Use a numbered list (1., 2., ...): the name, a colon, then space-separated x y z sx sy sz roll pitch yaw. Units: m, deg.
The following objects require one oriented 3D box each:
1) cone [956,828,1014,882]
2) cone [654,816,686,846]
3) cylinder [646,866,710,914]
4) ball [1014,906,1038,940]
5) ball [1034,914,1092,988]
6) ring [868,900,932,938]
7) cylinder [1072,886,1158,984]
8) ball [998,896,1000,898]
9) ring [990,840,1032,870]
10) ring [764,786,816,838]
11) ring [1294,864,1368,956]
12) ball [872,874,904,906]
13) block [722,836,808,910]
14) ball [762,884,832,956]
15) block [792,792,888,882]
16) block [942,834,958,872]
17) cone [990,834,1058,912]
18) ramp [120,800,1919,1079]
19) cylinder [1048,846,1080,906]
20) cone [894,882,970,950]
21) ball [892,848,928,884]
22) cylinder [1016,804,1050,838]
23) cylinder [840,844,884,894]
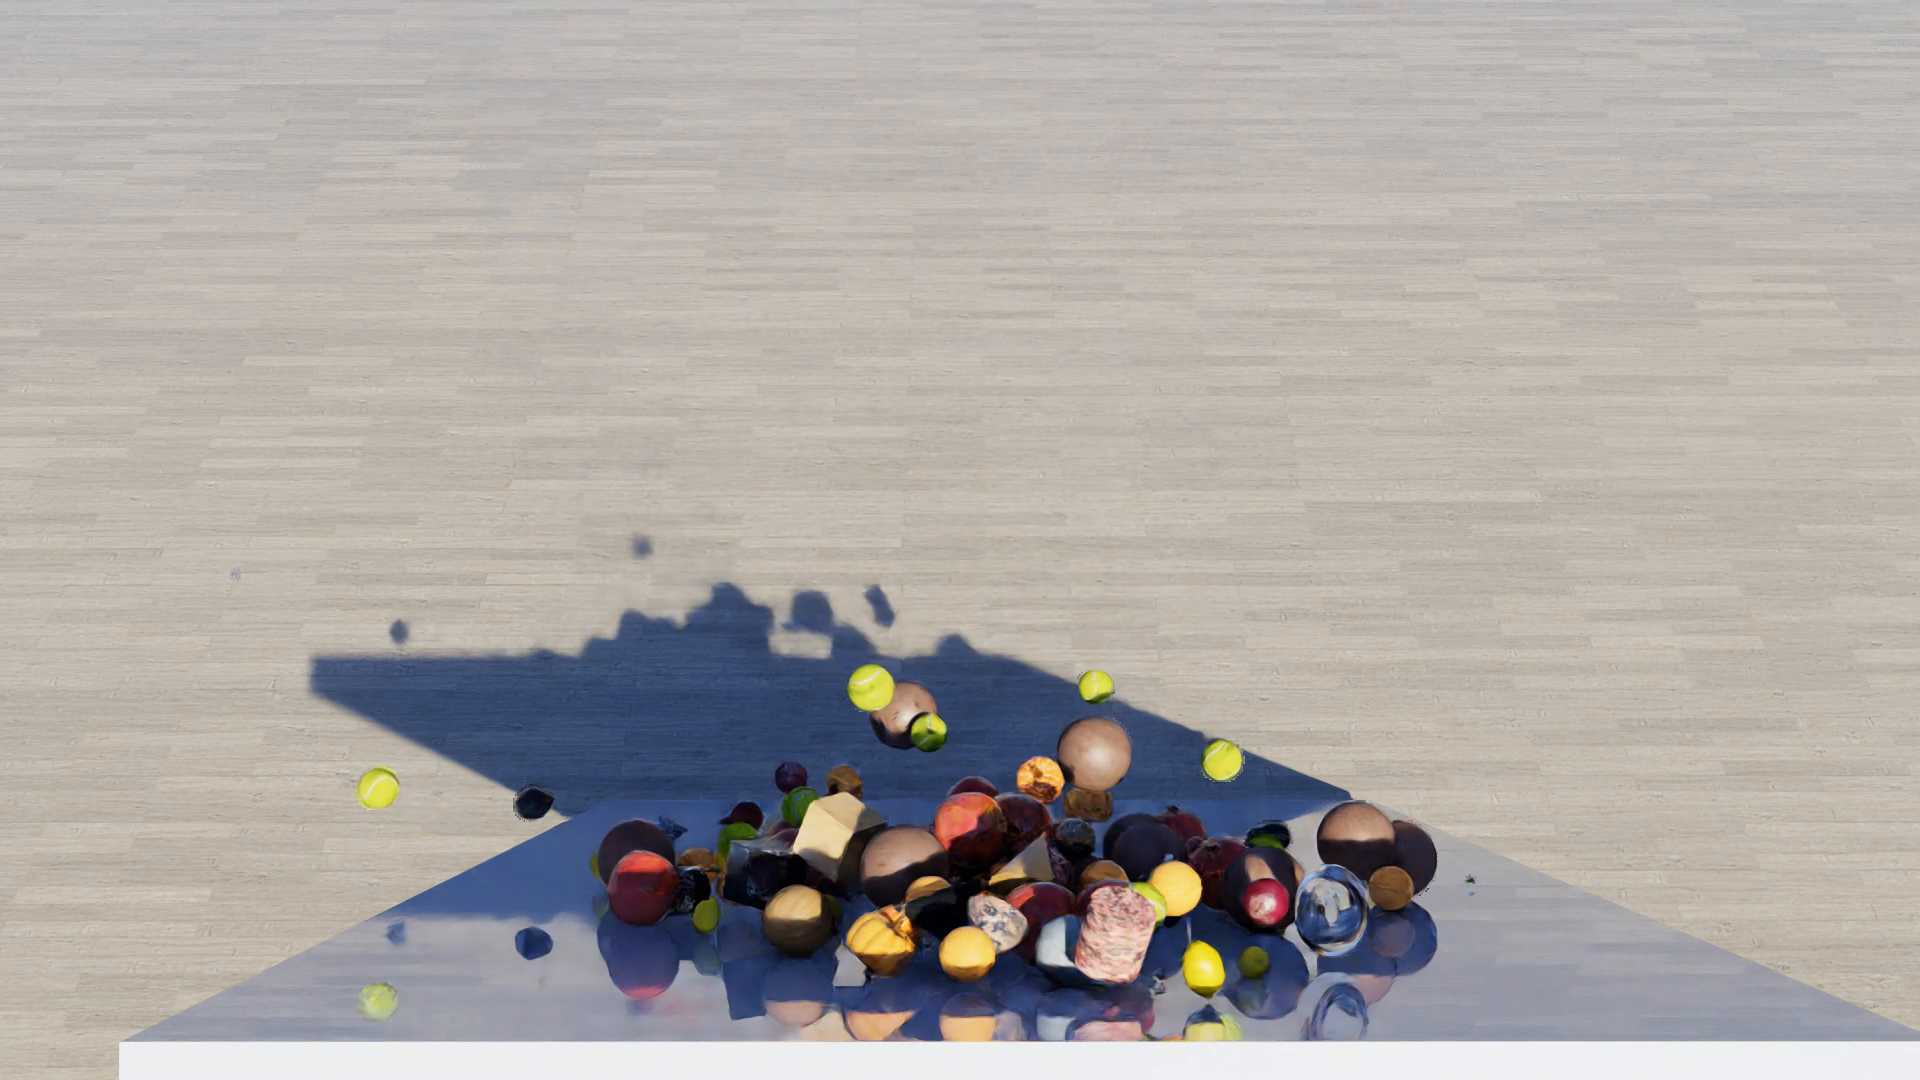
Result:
1. cone: 0.045 0.476 3.954 0.082 0.082 0.082 -7 33 18
2. cone: -0.578 0.591 5.284 0.061 0.061 0.061 -7 30 28
3. cylinder: -0.447 0.555 4.117 0.073 0.073 0.073 5 25 -42
4. ball: 0.074 0.542 3.691 0.074 0.074 0.074 0 35 0
5. ball: 0.139 0.519 3.284 0.091 0.091 0.091 0 35 0
6. ring: -0.065 0.561 3.846 0.141 0.047 0.141 -1 -3 0
7. cylinder: 0.190 0.485 3.187 0.085 0.085 0.085 12 27 -6
8. ball: 0.099 0.550 4.093 0.084 0.084 0.084 0 35 0
9. ring: 0.106 0.594 4.878 0.146 0.049 0.146 1 -1 0
10. ring: -0.357 0.571 5.458 0.045 0.136 0.136 42 48 12
11. ring: 0.502 0.500 3.510 0.124 0.124 0.041 -30 13 -35
12. ball: -0.116 0.568 4.202 0.054 0.054 0.054 0 35 0
13. block: -0.292 0.502 3.913 0.087 0.087 0.087 13 7 27
14. ball: -0.225 0.526 3.597 0.098 0.098 0.098 0 35 0
15. block: -0.180 0.444 3.893 0.087 0.087 0.087 33 23 27
16. block: 0.002 0.586 4.861 0.063 0.063 0.063 0 -2 -4
17. cone: 0.102 0.441 3.560 0.098 0.098 0.098 11 55 16
18. ramp: 0.078 0.667 4.847 2.000 0.100 4.000 0 -2 0
19. cylinder: 0.122 0.468 3.615 0.072 0.072 0.072 -5 71 16
20. cone: -0.045 0.495 3.463 0.093 0.093 0.093 9 33 -17
21. ball: -0.090 0.578 4.613 0.062 0.062 0.062 0 35 0
22. cylinder: 0.140 0.539 4.984 0.054 0.054 0.054 4 67 -9
23. cylinder: -0.166 0.552 4.399 0.069 0.069 0.069 7 26 -4
